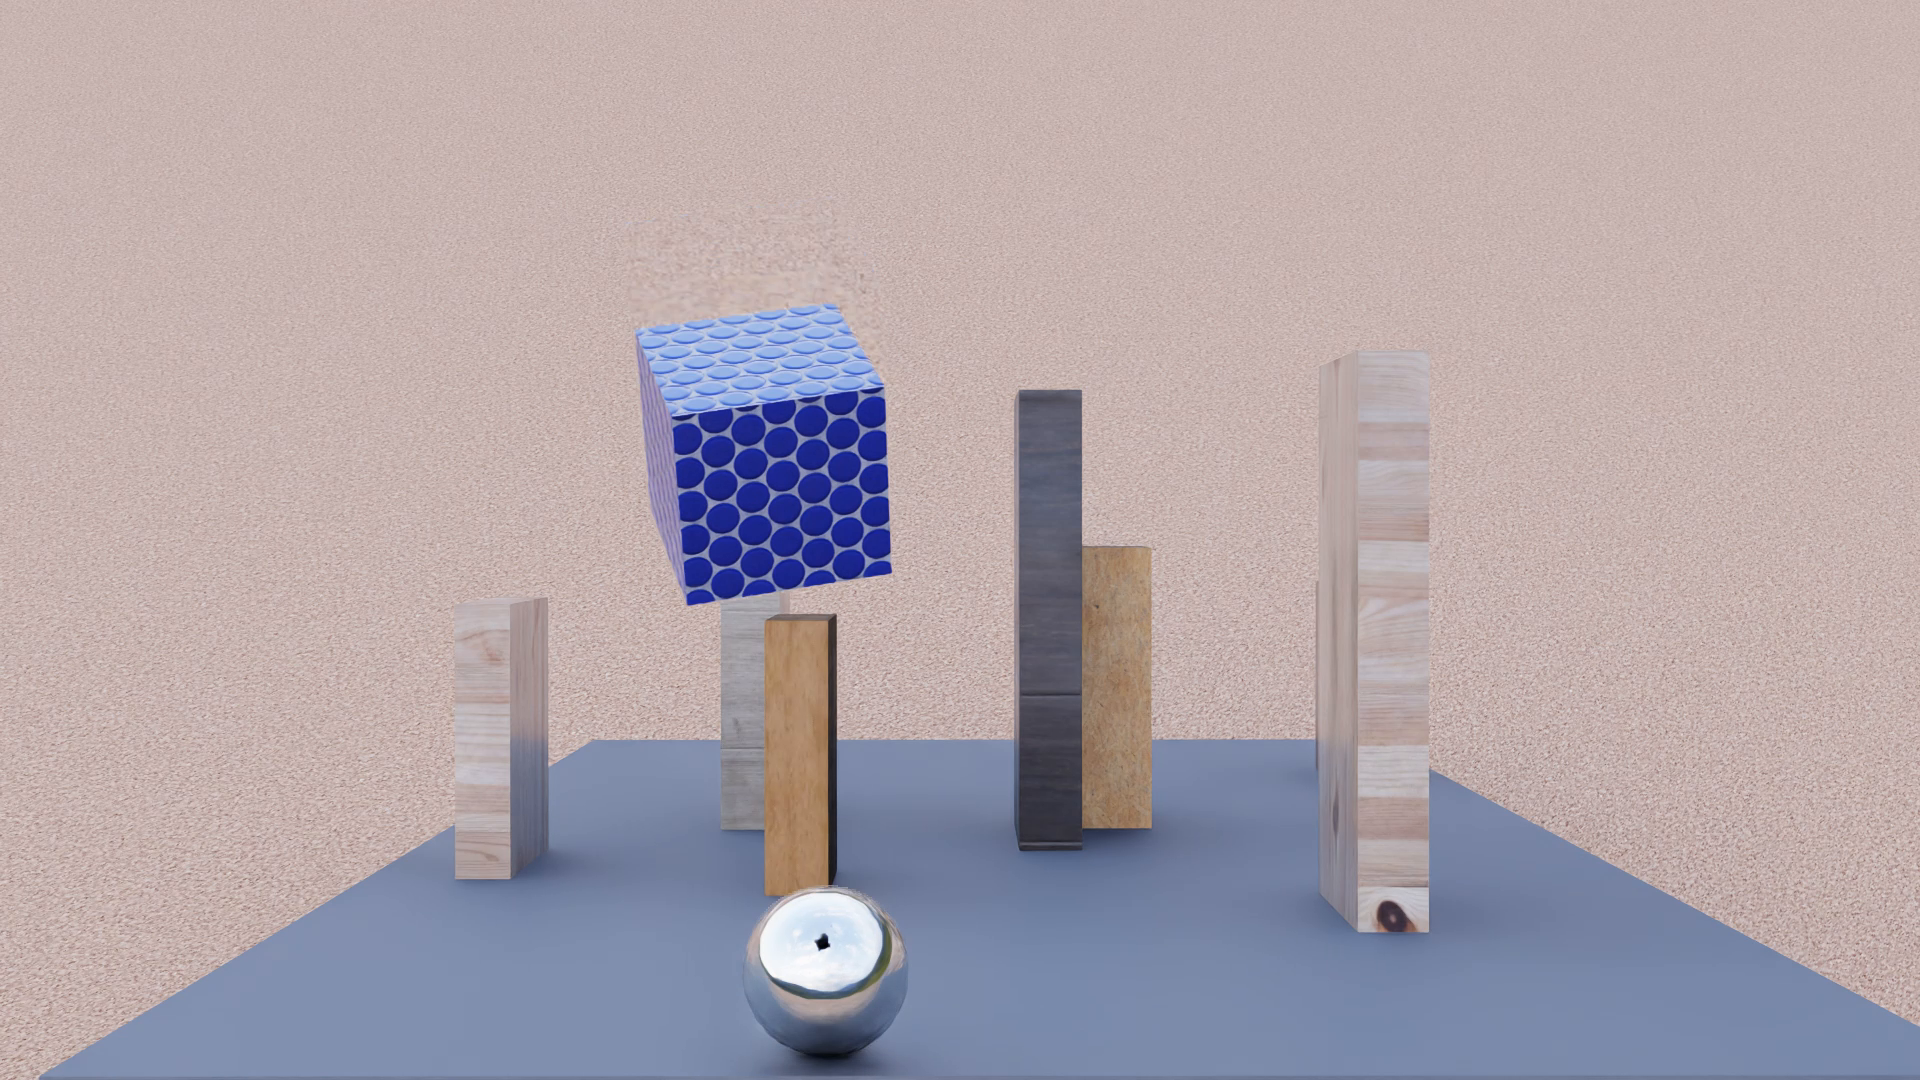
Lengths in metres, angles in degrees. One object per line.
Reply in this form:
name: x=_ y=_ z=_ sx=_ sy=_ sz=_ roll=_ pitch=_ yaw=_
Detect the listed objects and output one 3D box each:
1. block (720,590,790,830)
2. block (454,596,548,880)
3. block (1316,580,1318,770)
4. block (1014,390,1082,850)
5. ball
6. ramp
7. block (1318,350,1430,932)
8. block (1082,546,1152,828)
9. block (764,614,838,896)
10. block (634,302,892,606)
block: x=-0.382 y=0.271 z=4.849 sx=0.107 sy=0.510 sz=0.299 roll=0 pitch=0 yaw=0
block: x=-0.750 y=0.315 z=4.246 sx=0.087 sy=0.432 sz=0.380 roll=0 pitch=0 yaw=0
block: x=0.866 y=0.305 z=5.677 sx=0.120 sy=0.425 sz=0.369 roll=0 pitch=0 yaw=0
block: x=0.154 y=0.135 z=4.598 sx=0.107 sy=0.785 sz=0.396 roll=0 pitch=0 yaw=0
ball: x=-0.141 y=0.455 z=2.722 sx=0.176 sy=0.176 sz=0.176 roll=0 pitch=29 yaw=0
ramp: x=0.064 y=0.577 z=4.622 sx=2.000 sy=0.100 sz=4.000 roll=0 pitch=0 yaw=0
block: x=0.592 y=0.137 z=3.720 sx=0.097 sy=0.795 sz=0.383 roll=0 pitch=0 yaw=0
block: x=0.284 y=0.269 z=4.854 sx=0.131 sy=0.513 sz=0.270 roll=0 pitch=0 yaw=0
block: x=-0.245 y=0.326 z=4.015 sx=0.095 sy=0.412 sz=0.283 roll=0 pitch=0 yaw=0
block: x=-0.170 y=-0.077 z=2.227 sx=0.178 sy=0.178 sz=0.178 roll=-9 pitch=30 yaw=-13
